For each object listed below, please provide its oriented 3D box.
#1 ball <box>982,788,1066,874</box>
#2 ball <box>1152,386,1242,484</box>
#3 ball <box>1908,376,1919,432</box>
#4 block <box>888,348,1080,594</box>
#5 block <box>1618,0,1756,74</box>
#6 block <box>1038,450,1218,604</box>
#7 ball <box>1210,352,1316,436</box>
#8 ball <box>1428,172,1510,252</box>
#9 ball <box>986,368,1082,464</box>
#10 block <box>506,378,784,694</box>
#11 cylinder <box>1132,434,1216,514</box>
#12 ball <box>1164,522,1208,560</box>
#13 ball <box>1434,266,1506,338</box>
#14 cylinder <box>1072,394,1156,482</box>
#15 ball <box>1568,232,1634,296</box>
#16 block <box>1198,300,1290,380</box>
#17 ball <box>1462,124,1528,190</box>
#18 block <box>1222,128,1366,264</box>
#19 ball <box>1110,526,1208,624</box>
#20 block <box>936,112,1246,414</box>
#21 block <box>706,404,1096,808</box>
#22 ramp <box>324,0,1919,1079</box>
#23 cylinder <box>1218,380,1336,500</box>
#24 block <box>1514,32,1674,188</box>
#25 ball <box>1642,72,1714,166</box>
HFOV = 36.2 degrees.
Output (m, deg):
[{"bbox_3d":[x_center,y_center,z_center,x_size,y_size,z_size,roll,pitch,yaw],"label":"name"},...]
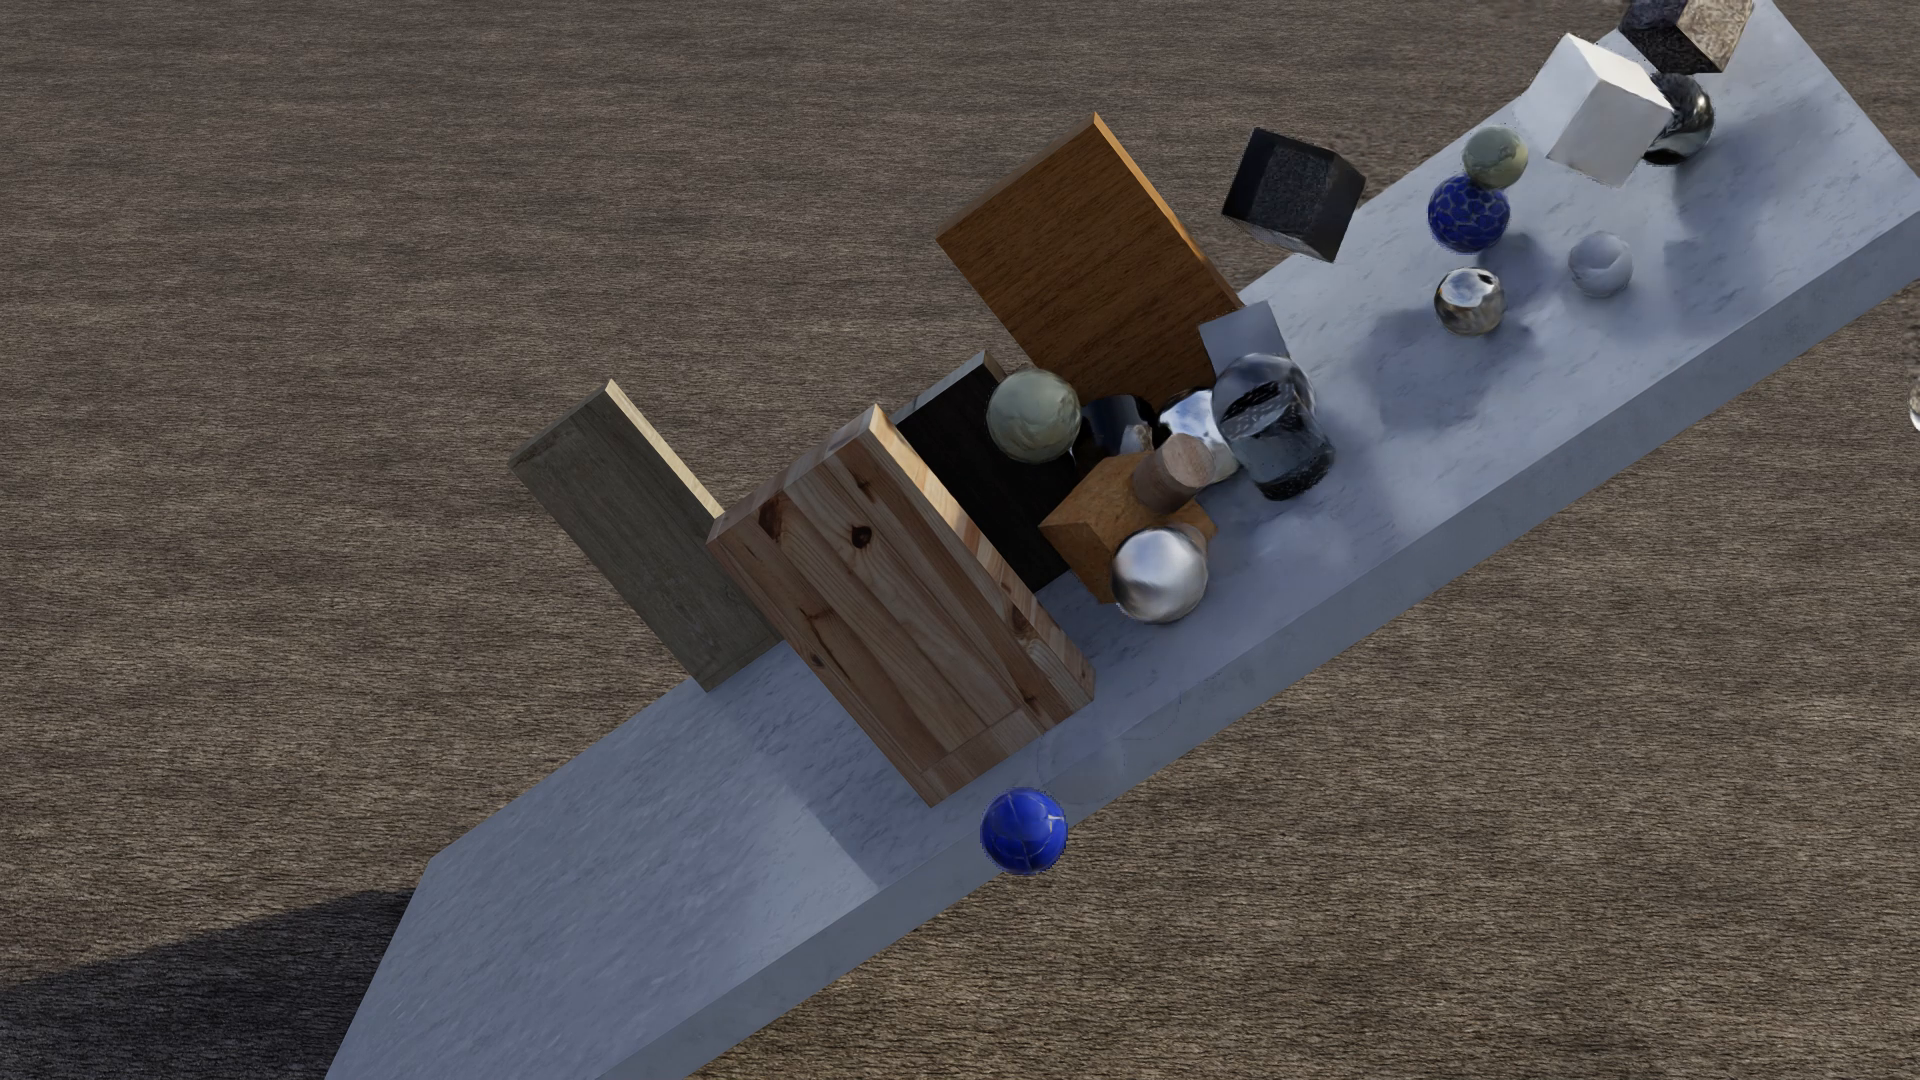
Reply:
[{"bbox_3d":[0.111,0.507,5.130,0.147,0.147,0.147,0,23,0],"label":"ball"},{"bbox_3d":[0.494,-0.213,6.012,0.202,0.202,0.202,0,23,0],"label":"ball"},{"bbox_3d":[2.019,-0.278,5.972,0.177,0.177,0.177,0,23,0],"label":"ball"},{"bbox_3d":[0.042,-0.099,6.225,0.393,0.475,0.093,-35,16,17],"label":"block"},{"bbox_3d":[1.451,-1.042,5.873,0.159,0.159,0.159,35,-13,-30],"label":"block"},{"bbox_3d":[0.333,-0.023,5.838,0.210,0.210,0.210,-45,16,-20],"label":"block"},{"bbox_3d":[0.602,-0.270,5.848,0.207,0.207,0.207,0,23,0],"label":"ball"},{"bbox_3d":[1.052,-0.678,6.086,0.167,0.167,0.167,0,23,0],"label":"ball"},{"bbox_3d":[0.151,-0.251,5.983,0.194,0.194,0.194,0,23,0],"label":"ball"},{"bbox_3d":[-0.736,-0.004,7.212,0.318,0.762,0.084,-35,16,17],"label":"block"},{"bbox_3d":[0.412,-0.127,5.679,0.117,0.117,0.117,-18,-16,-35],"label":"cylinder"},{"bbox_3d":[0.422,0.022,5.688,0.114,0.114,0.114,0,23,0],"label":"ball"},{"bbox_3d":[0.987,-0.461,5.689,0.137,0.137,0.137,0,23,0],"label":"ball"},{"bbox_3d":[0.337,-0.169,6.143,0.190,0.190,0.190,-4,51,-10],"label":"cylinder"},{"bbox_3d":[1.179,-0.507,5.411,0.119,0.119,0.119,0,23,0],"label":"ball"},{"bbox_3d":[0.602,-0.370,6.101,0.153,0.153,0.153,-21,52,5],"label":"block"},{"bbox_3d":[1.086,-0.776,5.968,0.131,0.131,0.131,0,23,0],"label":"ball"},{"bbox_3d":[0.729,-0.749,6.412,0.201,0.201,0.201,22,0,29],"label":"block"},{"bbox_3d":[0.374,0.065,5.547,0.185,0.185,0.185,0,23,0],"label":"ball"},{"bbox_3d":[0.328,-0.517,6.326,0.423,0.689,0.096,-35,16,17],"label":"block"},{"bbox_3d":[-0.106,0.130,5.546,0.391,0.679,0.131,-35,16,17],"label":"block"},{"bbox_3d":[0.126,0.181,6.328,4.000,0.100,2.000,-35,16,17],"label":"ramp"},{"bbox_3d":[0.613,-0.192,5.678,0.164,0.164,0.164,-29,27,17],"label":"cylinder"},{"bbox_3d":[1.210,-0.821,5.623,0.182,0.182,0.182,17,31,-25],"label":"block"},{"bbox_3d":[1.374,-0.818,5.716,0.179,0.179,0.179,0,23,0],"label":"ball"}]
